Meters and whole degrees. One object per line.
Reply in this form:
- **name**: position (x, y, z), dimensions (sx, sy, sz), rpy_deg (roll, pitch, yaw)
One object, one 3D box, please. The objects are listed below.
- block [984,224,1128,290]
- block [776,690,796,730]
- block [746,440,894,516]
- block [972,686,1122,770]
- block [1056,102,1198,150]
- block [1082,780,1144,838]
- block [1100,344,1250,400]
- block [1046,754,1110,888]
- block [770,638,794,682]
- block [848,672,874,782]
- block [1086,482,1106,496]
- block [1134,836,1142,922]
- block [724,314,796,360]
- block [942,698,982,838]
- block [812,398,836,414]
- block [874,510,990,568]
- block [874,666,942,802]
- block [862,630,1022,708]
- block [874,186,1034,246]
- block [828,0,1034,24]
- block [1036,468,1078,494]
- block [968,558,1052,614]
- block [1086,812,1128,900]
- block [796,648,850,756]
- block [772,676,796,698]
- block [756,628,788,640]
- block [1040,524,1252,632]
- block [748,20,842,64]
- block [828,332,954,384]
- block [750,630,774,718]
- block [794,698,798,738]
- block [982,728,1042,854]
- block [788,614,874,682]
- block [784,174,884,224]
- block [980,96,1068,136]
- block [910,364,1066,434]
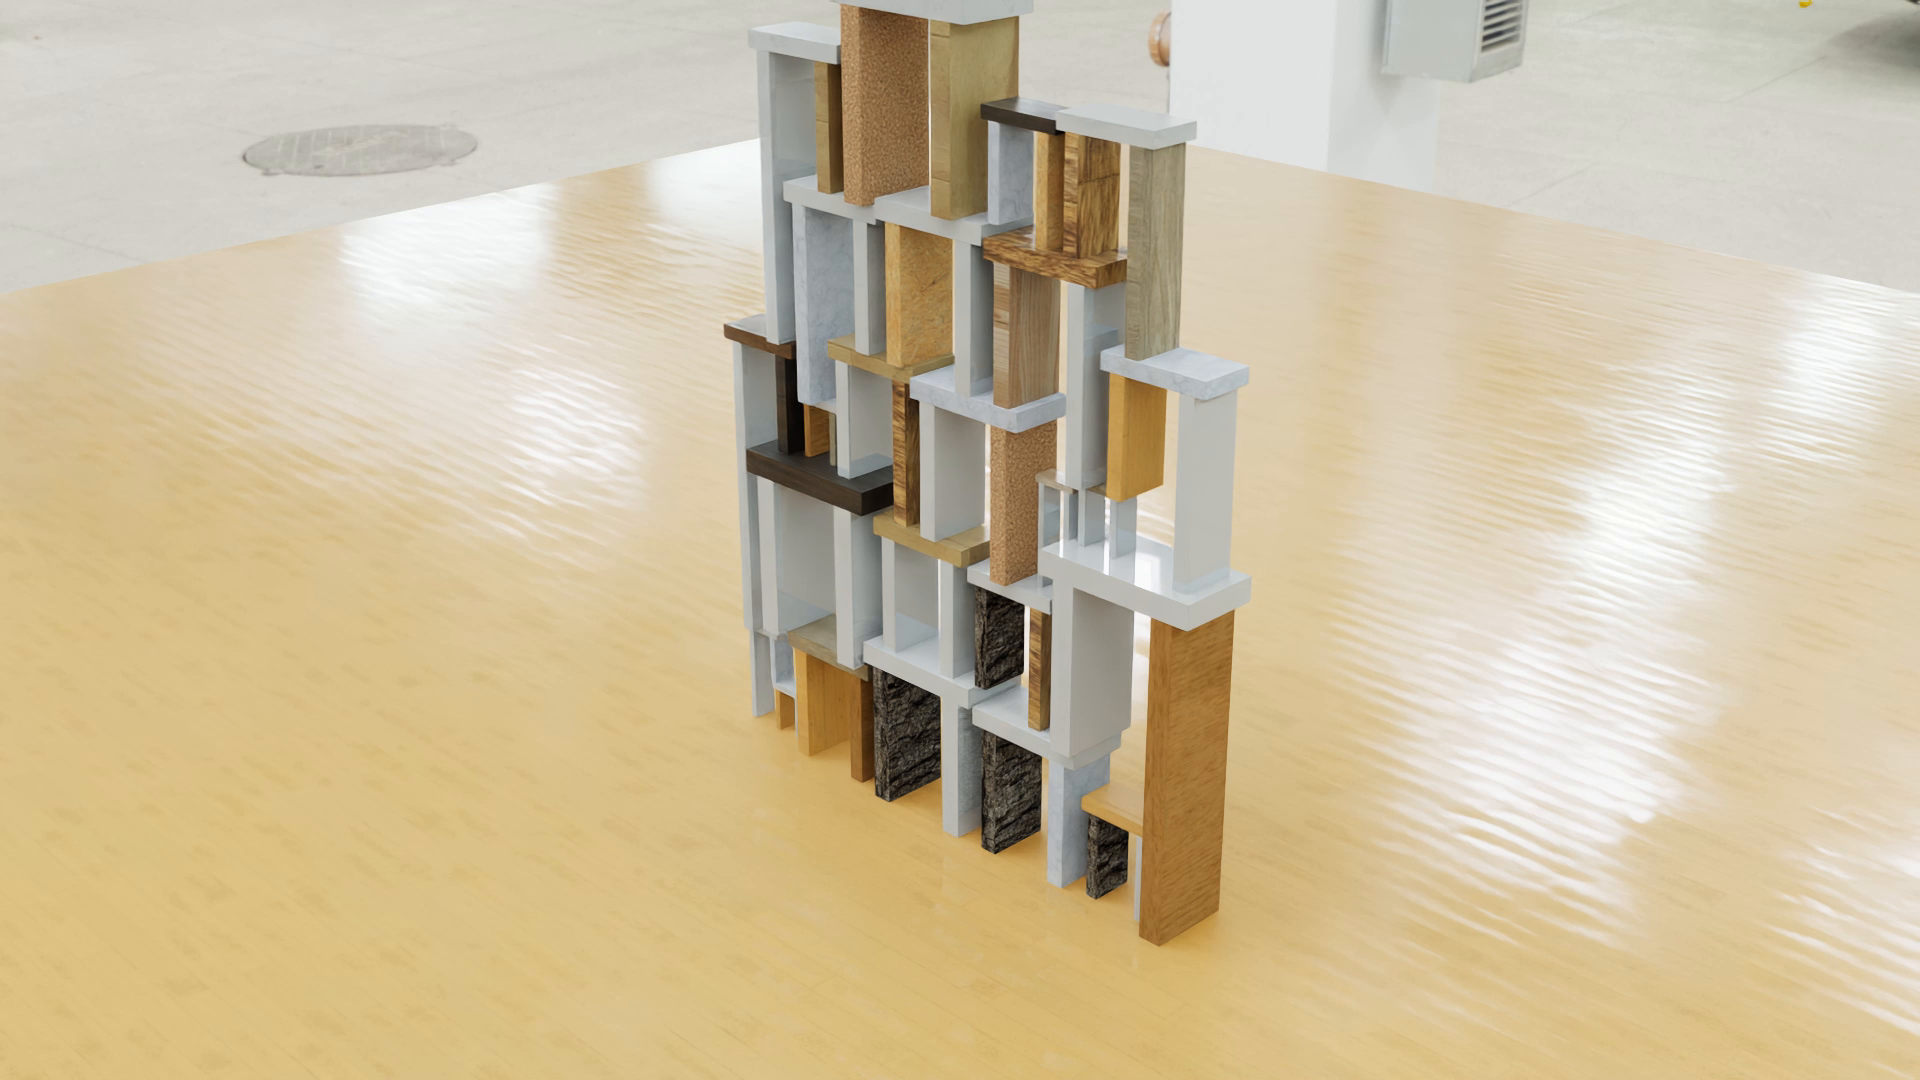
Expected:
- **block**: position (0.182, -0.494, 3.818), dimensions (0.133, 0.038, 0.266), rpy_deg (-21, 31, -40)
- **block**: position (-0.378, 0.361, 4.788), dimensions (0.048, 0.095, 0.014), rpy_deg (-21, 31, -41)
- **block**: position (-0.253, -0.139, 4.434), dimensions (0.344, 0.049, 0.172), rpy_deg (21, 31, 40)
- **block**: position (0.164, 0.356, 4.195), dimensions (0.265, 0.037, 0.132), rpy_deg (21, 31, 41)
- **block**: position (0.274, -0.685, 3.632), dimensions (0.107, 0.030, 0.214), rpy_deg (-21, 31, -40)
- **block**: position (0.322, 0.504, 4.081), dimensions (0.179, 0.025, 0.090), rpy_deg (21, 31, 41)
- **block**: position (0.361, -0.291, 3.709), dimensions (0.115, 0.033, 0.229), rpy_deg (-22, 31, -40)
- **block**: position (0.227, 0.520, 4.197), dimensions (0.037, 0.265, 0.132), rpy_deg (21, 31, 41)
- **block**: position (-0.385, 0.252, 4.754), dimensions (0.015, 0.104, 0.052), rpy_deg (21, 31, 41)
- **block**: position (-0.172, 0.371, 4.574), dimensions (0.035, 0.244, 0.122), rpy_deg (21, 31, 41)
- **block**: position (0.263, -0.097, 3.903), dimensions (0.056, 0.016, 0.112), rpy_deg (-22, 31, -40)
- **block**: position (0.364, 0.615, 4.082), dimensions (0.025, 0.179, 0.090), rpy_deg (21, 31, 41)
- **block**: position (-0.372, -0.413, 4.451), dimensions (0.206, 0.029, 0.103), rpy_deg (21, 30, 40)
- **block**: position (0.033, 0.429, 4.370), dimensions (0.042, 0.297, 0.148), rpy_deg (21, 31, 41)
- **block**: position (-0.262, -0.278, 4.390), dimensions (0.112, 0.016, 0.056), rpy_deg (21, 31, 41)
- **block**: position (-0.041, -0.013, 4.259), dimensions (0.242, 0.034, 0.121), rpy_deg (21, 31, 41)
- **block**: position (-0.107, 0.374, 4.499), dimensions (0.042, 0.297, 0.149), rpy_deg (21, 31, 41)
- **block**: position (-0.037, 0.245, 4.369), dimensions (0.297, 0.042, 0.148), rpy_deg (21, 31, 41)
- **block**: position (-0.012, -0.590, 3.988), dimensions (0.273, 0.039, 0.136), rpy_deg (21, 31, 41)
- **block**: position (-0.054, -0.965, 3.877), dimensions (0.172, 0.049, 0.345), rpy_deg (-21, 31, -41)
- **block**: position (0.185, -0.106, 3.979), dimensions (0.046, 0.013, 0.092), rpy_deg (-21, 31, -40)
- **block**: position (0.127, 0.079, 4.123), dimensions (0.106, 0.030, 0.212), rpy_deg (-21, 31, -41)
- **block**: position (0.280, 0.582, 4.160), dimensions (0.025, 0.179, 0.090), rpy_deg (21, 31, 41)
- **block**: position (-0.290, 0.327, 4.677), dimensions (0.035, 0.244, 0.122), rpy_deg (21, 31, 40)
- **block**: position (-0.355, 0.320, 4.746), dimensions (0.048, 0.014, 0.095), rpy_deg (-21, 31, -41)
- **block**: position (-0.409, 0.188, 4.753), dimensions (0.104, 0.015, 0.052), rpy_deg (21, 31, 41)
- **block**: position (0.326, 0.062, 3.896), dimensions (0.172, 0.049, 0.345), rpy_deg (-22, 31, -40)
- **block**: position (-0.270, -0.932, 4.116), dimensions (0.245, 0.035, 0.122), rpy_deg (21, 30, 40)
- **block**: position (-0.130, -0.354, 4.223), dimensions (0.119, 0.034, 0.239), rpy_deg (-21, 31, -40)
- **block**: position (-0.434, 0.283, 4.820), dimensions (0.015, 0.213, 0.052), rpy_deg (21, 31, 41)
- **block**: position (-0.333, 0.379, 4.746), dimensions (0.014, 0.095, 0.048), rpy_deg (21, 31, 41)
- **block**: position (0.102, 0.471, 4.312), dimensions (0.037, 0.265, 0.132), rpy_deg (21, 31, 41)
- **block**: position (-0.231, 0.221, 4.572), dimensions (0.244, 0.035, 0.122), rpy_deg (21, 31, 40)
- **block**: position (-0.201, -0.651, 4.171), dimensions (0.258, 0.037, 0.129), rpy_deg (21, 31, 41)
- **block**: position (0.130, -0.727, 3.767), dimensions (0.090, 0.026, 0.181), rpy_deg (-21, 31, -39)
- **block**: position (0.052, -0.265, 4.057), dimensions (0.275, 0.039, 0.137), rpy_deg (21, 31, 41)
